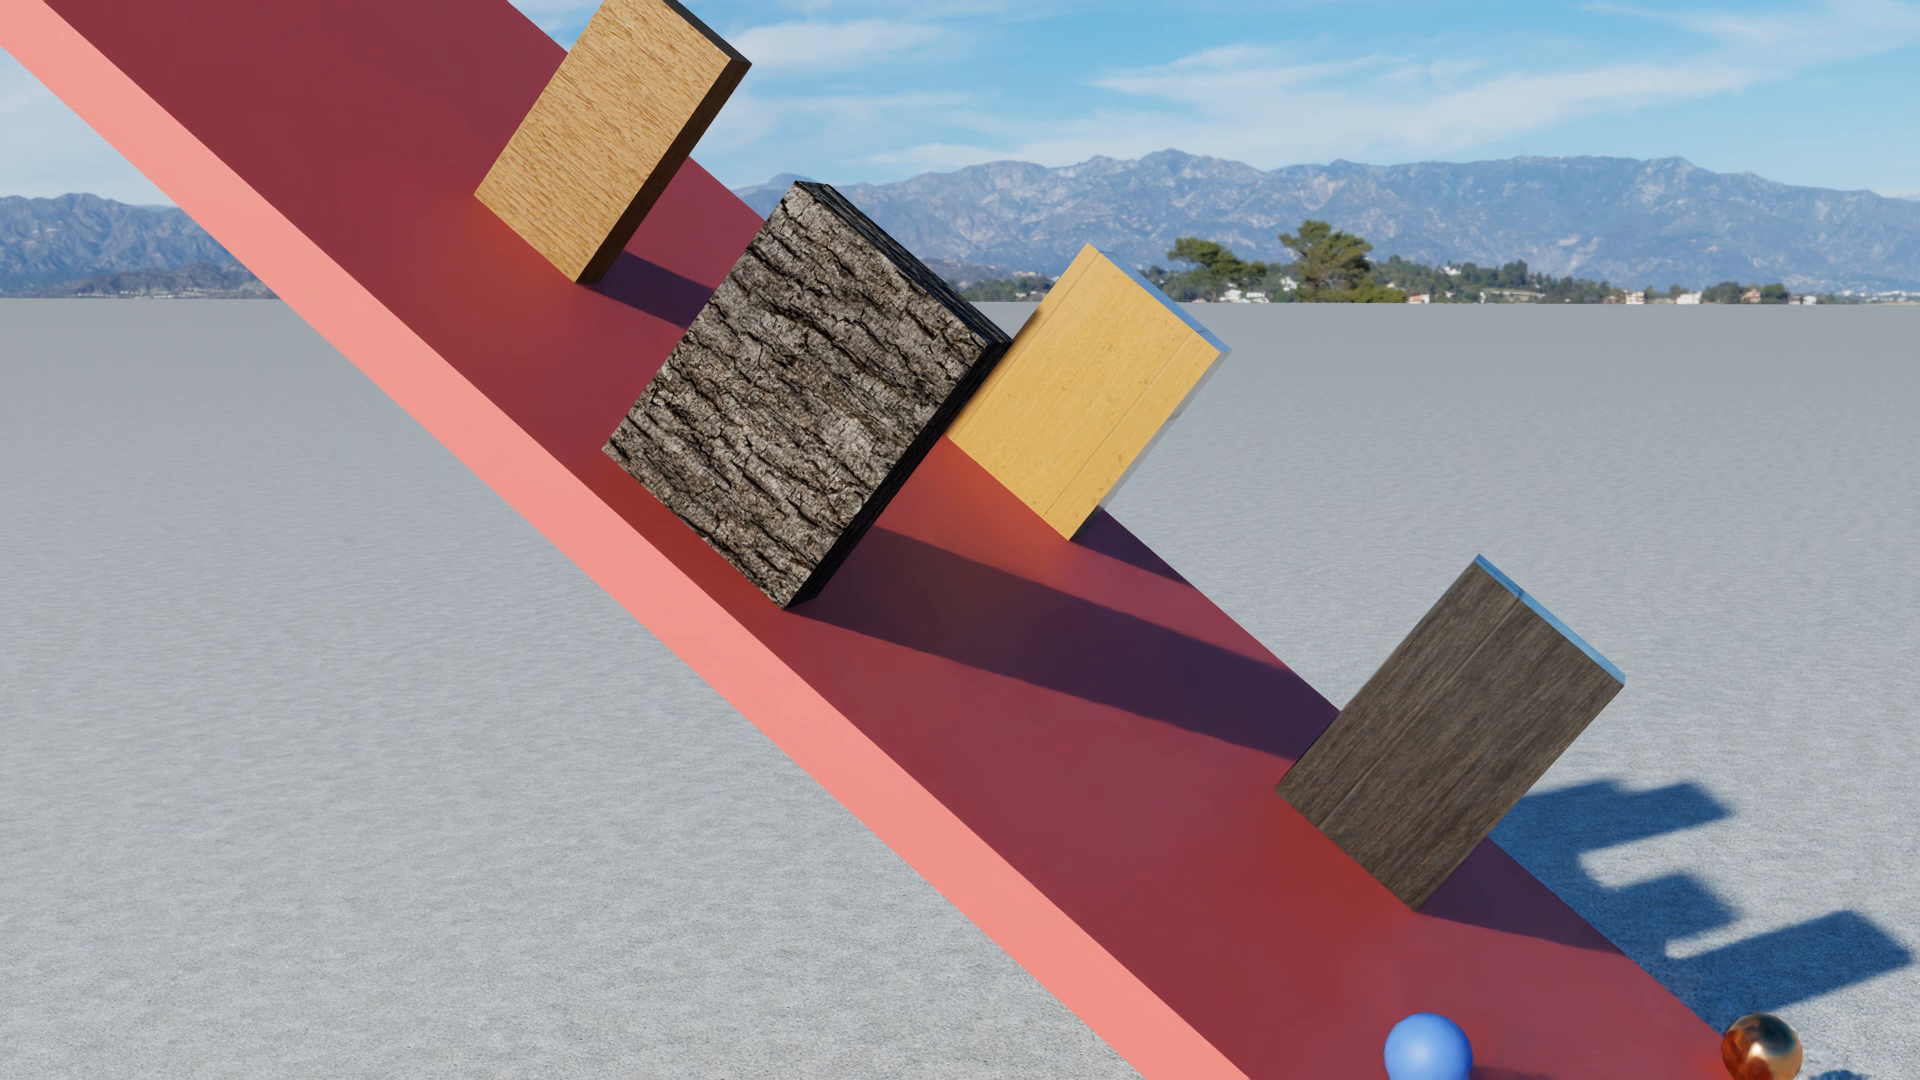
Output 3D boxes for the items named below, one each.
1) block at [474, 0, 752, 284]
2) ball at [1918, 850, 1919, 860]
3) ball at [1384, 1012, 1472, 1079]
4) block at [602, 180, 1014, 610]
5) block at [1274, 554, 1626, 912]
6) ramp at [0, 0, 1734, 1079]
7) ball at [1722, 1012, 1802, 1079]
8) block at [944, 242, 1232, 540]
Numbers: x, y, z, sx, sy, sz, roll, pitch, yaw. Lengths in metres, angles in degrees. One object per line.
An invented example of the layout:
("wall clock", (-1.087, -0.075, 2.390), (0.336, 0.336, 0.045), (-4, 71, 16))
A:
("block", (-0.610, -0.718, 3.849), (0.248, 0.483, 0.097), (41, 16, 9))
("ball", (3.016, 0.974, 6.760), (0.129, 0.129, 0.129), (0, 7, 0))
("ball", (0.693, 0.765, 3.255), (0.129, 0.129, 0.129), (0, 7, 0))
("block", (-0.228, -0.214, 3.258), (0.370, 0.504, 0.138), (41, 16, 9))
("block", (0.892, 0.353, 4.027), (0.338, 0.564, 0.122), (41, 16, 9))
("ramp", (-0.016, 0.067, 4.047), (4.000, 0.100, 2.000), (41, 16, 9))
("ball", (1.637, 1.045, 4.488), (0.156, 0.156, 0.156), (0, 7, 0))
("block", (0.263, -0.311, 4.591), (0.354, 0.503, 0.141), (41, 16, 9))
